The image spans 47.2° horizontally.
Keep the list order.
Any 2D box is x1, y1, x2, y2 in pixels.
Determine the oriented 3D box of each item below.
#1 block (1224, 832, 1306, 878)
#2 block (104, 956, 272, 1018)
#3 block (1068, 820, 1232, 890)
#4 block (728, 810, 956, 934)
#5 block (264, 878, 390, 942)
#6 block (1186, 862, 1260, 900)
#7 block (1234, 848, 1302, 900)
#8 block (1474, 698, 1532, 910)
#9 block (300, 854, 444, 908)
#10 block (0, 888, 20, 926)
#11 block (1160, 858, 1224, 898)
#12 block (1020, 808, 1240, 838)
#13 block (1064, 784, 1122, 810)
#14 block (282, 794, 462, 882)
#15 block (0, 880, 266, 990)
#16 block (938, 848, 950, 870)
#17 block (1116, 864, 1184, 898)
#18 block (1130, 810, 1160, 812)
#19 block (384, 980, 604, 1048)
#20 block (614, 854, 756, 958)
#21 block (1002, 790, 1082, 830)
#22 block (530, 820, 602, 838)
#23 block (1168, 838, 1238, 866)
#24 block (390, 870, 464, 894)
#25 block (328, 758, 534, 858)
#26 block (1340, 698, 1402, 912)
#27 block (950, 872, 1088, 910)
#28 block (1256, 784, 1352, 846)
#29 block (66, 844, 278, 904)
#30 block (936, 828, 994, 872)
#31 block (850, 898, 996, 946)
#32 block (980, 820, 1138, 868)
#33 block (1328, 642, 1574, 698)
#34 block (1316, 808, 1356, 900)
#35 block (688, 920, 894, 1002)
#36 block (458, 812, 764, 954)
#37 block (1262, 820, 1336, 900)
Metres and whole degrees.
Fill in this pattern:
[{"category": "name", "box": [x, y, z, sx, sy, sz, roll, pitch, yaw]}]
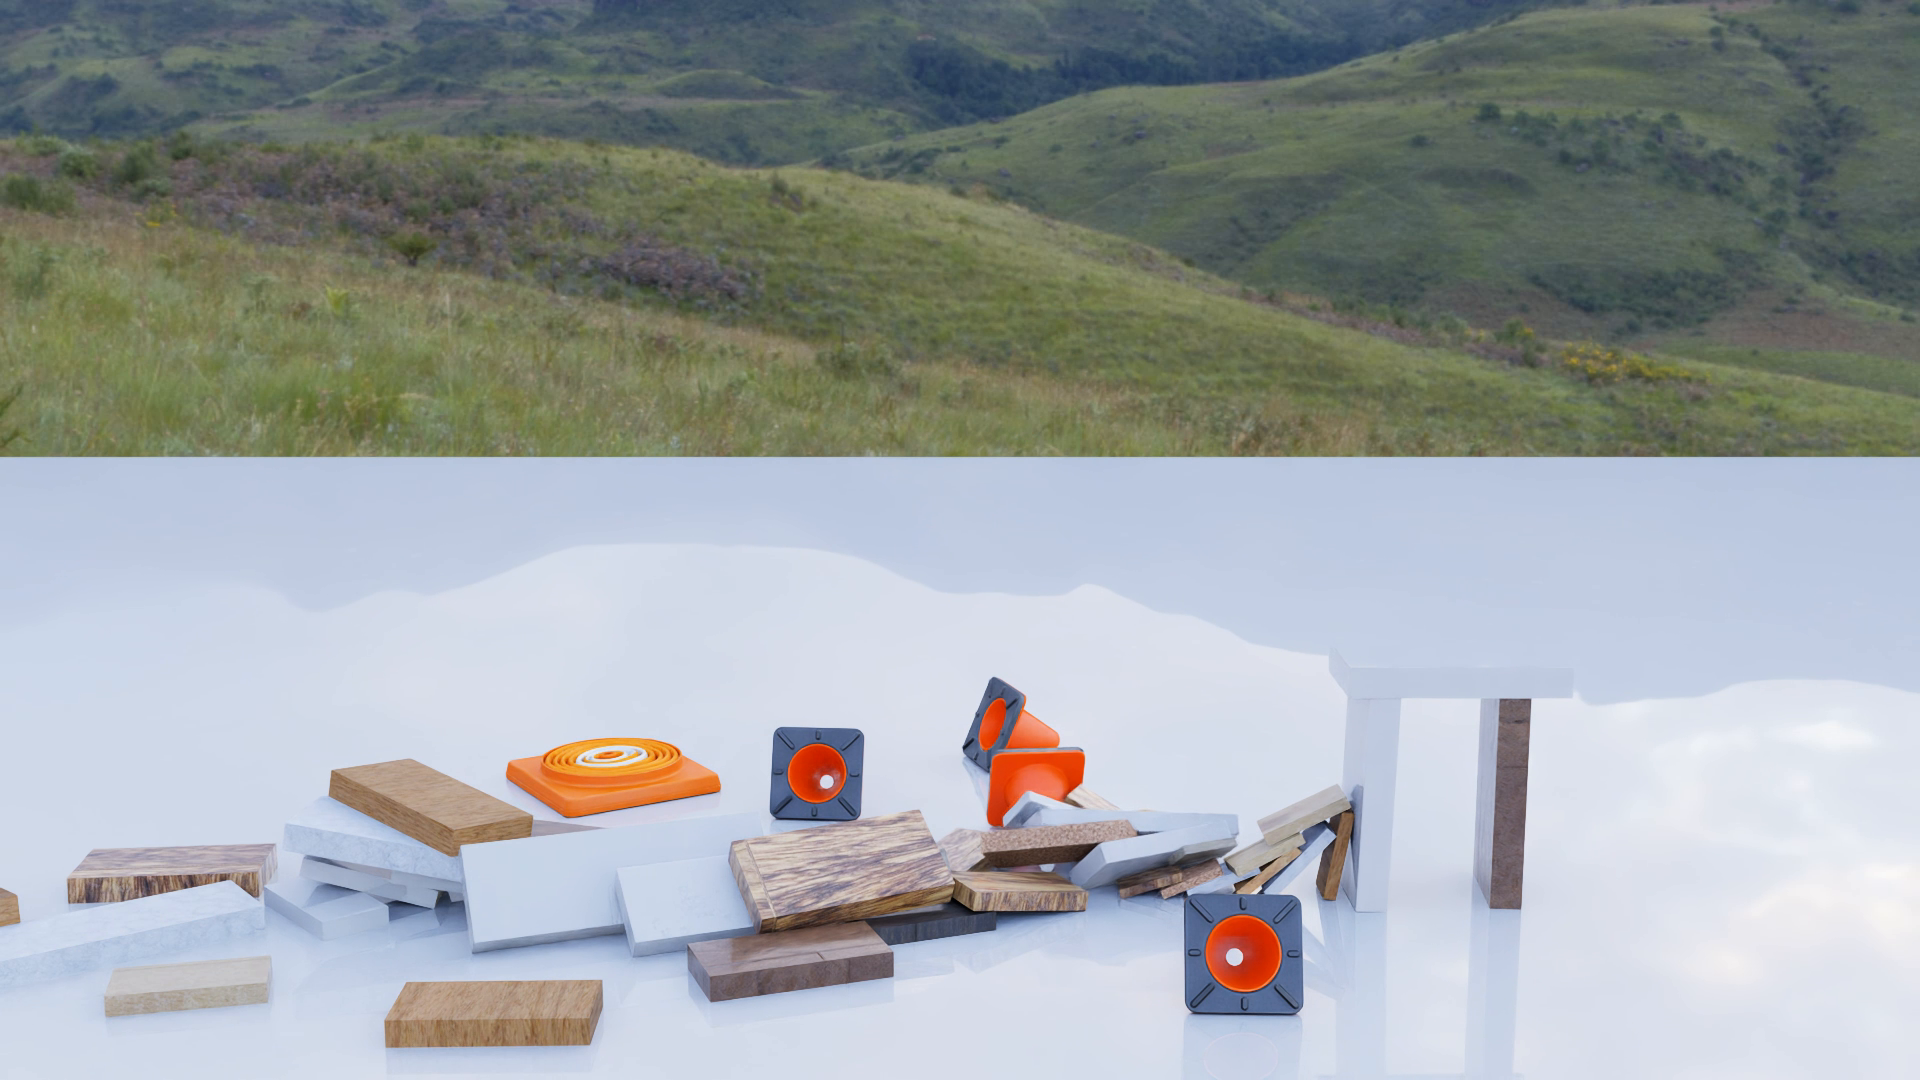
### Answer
[{"category": "block", "box": [0.502, 0.514, 3.633, 0.125, 0.018, 0.063, -26, 10, -7]}, {"category": "block", "box": [-1.131, 0.655, 3.233, 0.223, 0.032, 0.112, -3, 11, -13]}, {"category": "block", "box": [0.321, 0.531, 3.695, 0.250, 0.035, 0.125, -6, -27, -28]}, {"category": "block", "box": [-0.189, 0.528, 3.500, 0.323, 0.046, 0.162, -7, 43, -23]}, {"category": "block", "box": [-1.029, 0.593, 3.568, 0.112, 0.032, 0.223, -9, 14, -40]}, {"category": "block", "box": [0.435, 0.559, 3.660, 0.125, 0.018, 0.063, -22, 10, 3]}, {"category": "block", "box": [0.510, 0.543, 3.661, 0.125, 0.018, 0.063, -40, 8, 6]}, {"category": "block", "box": [0.899, 0.411, 3.651, 0.051, 0.359, 0.180, 1, 11, 4]}, {"category": "block", "box": [-0.966, 0.550, 3.638, 0.223, 0.032, 0.112, 15, 9, -5]}, {"category": "block", "box": [-1.612, 0.580, 3.483, 0.153, 0.043, 0.306, -8, 5, -37]}, {"category": "block", "box": [0.383, 0.563, 3.662, 0.107, 0.015, 0.054, -22, 9, 1]}, {"category": "block", "box": [0.293, 0.501, 3.793, 0.353, 0.035, 0.125, 3, -22, -14]}, {"category": "block", "box": [0.264, 0.496, 3.929, 0.157, 0.022, 0.078, 30, 19, 13]}, {"category": "block", "box": [-0.912, 0.486, 3.577, 0.325, 0.046, 0.162, 10, 10, 3]}, {"category": "block", "box": [-1.420, 0.627, 3.350, 0.677, 0.043, 0.153, -8, 13, -36]}, {"category": "block", "box": [-0.106, 0.560, 3.602, 0.184, 0.026, 0.092, -5, 49, -14]}, {"category": "block", "box": [0.317, 0.567, 3.665, 0.107, 0.015, 0.054, -16, 10, 2]}, {"category": "block", "box": [0.360, 0.501, 3.896, 0.157, 0.022, 0.078, 16, -19, -39]}, {"category": "block", "box": [-0.658, 0.671, 3.121, 0.283, 0.040, 0.141, 0, 11, -2]}, {"category": "block", "box": [-0.374, 0.568, 3.474, 0.318, 0.040, 0.141, -4, 47, -22]}, {"category": "block", "box": [0.161, 0.491, 3.834, 0.157, 0.078, 0.022, 22, 34, -28]}, {"category": "block", "box": [-0.576, 0.527, 3.649, 0.325, 0.046, 0.162, 8, 10, -7]}, {"category": "block", "box": [0.405, 0.521, 3.673, 0.107, 0.015, 0.054, -5, -28, -30]}, {"category": "block", "box": [-0.763, 0.544, 3.655, 0.325, 0.046, 0.162, 8, 10, -4]}, {"category": "block", "box": [-0.873, 0.437, 3.621, 0.323, 0.046, 0.162, 17, 13, 37]}, {"category": "block", "box": [0.674, 0.413, 3.636, 0.051, 0.359, 0.180, 2, 11, -1]}, {"category": "block", "box": [0.089, 0.571, 3.579, 0.215, 0.030, 0.108, 6, 8, -31]}, {"category": "block", "box": [0.570, 0.456, 3.649, 0.150, 0.021, 0.075, -26, 10, 4]}, {"category": "block", "box": [-1.324, 0.561, 3.707, 0.306, 0.043, 0.153, -1, 11, -6]}, {"category": "block", "box": [0.002, 0.549, 3.804, 0.108, 0.030, 0.215, 5, 11, 23]}, {"category": "block", "box": [-0.062, 0.604, 3.507, 0.215, 0.030, 0.108, -4, 11, -22]}, {"category": "block", "box": [0.171, 0.514, 3.719, 0.250, 0.035, 0.125, -7, -22, 12]}, {"category": "block", "box": [0.799, 0.212, 3.596, 0.359, 0.051, 0.180, 0, 11, -1]}, {"category": "block", "box": [0.624, 0.515, 3.658, 0.021, 0.150, 0.075, 10, 10, -2]}, {"category": "block", "box": [-0.257, 0.634, 3.320, 0.283, 0.040, 0.141, -4, 11, -20]}, {"category": "block", "box": [-0.543, 0.542, 3.506, 0.483, 0.162, 0.046, -4, -29, -21]}, {"category": "block", "box": [0.560, 0.528, 3.662, 0.021, 0.150, 0.075, 43, 7, -8]}]
